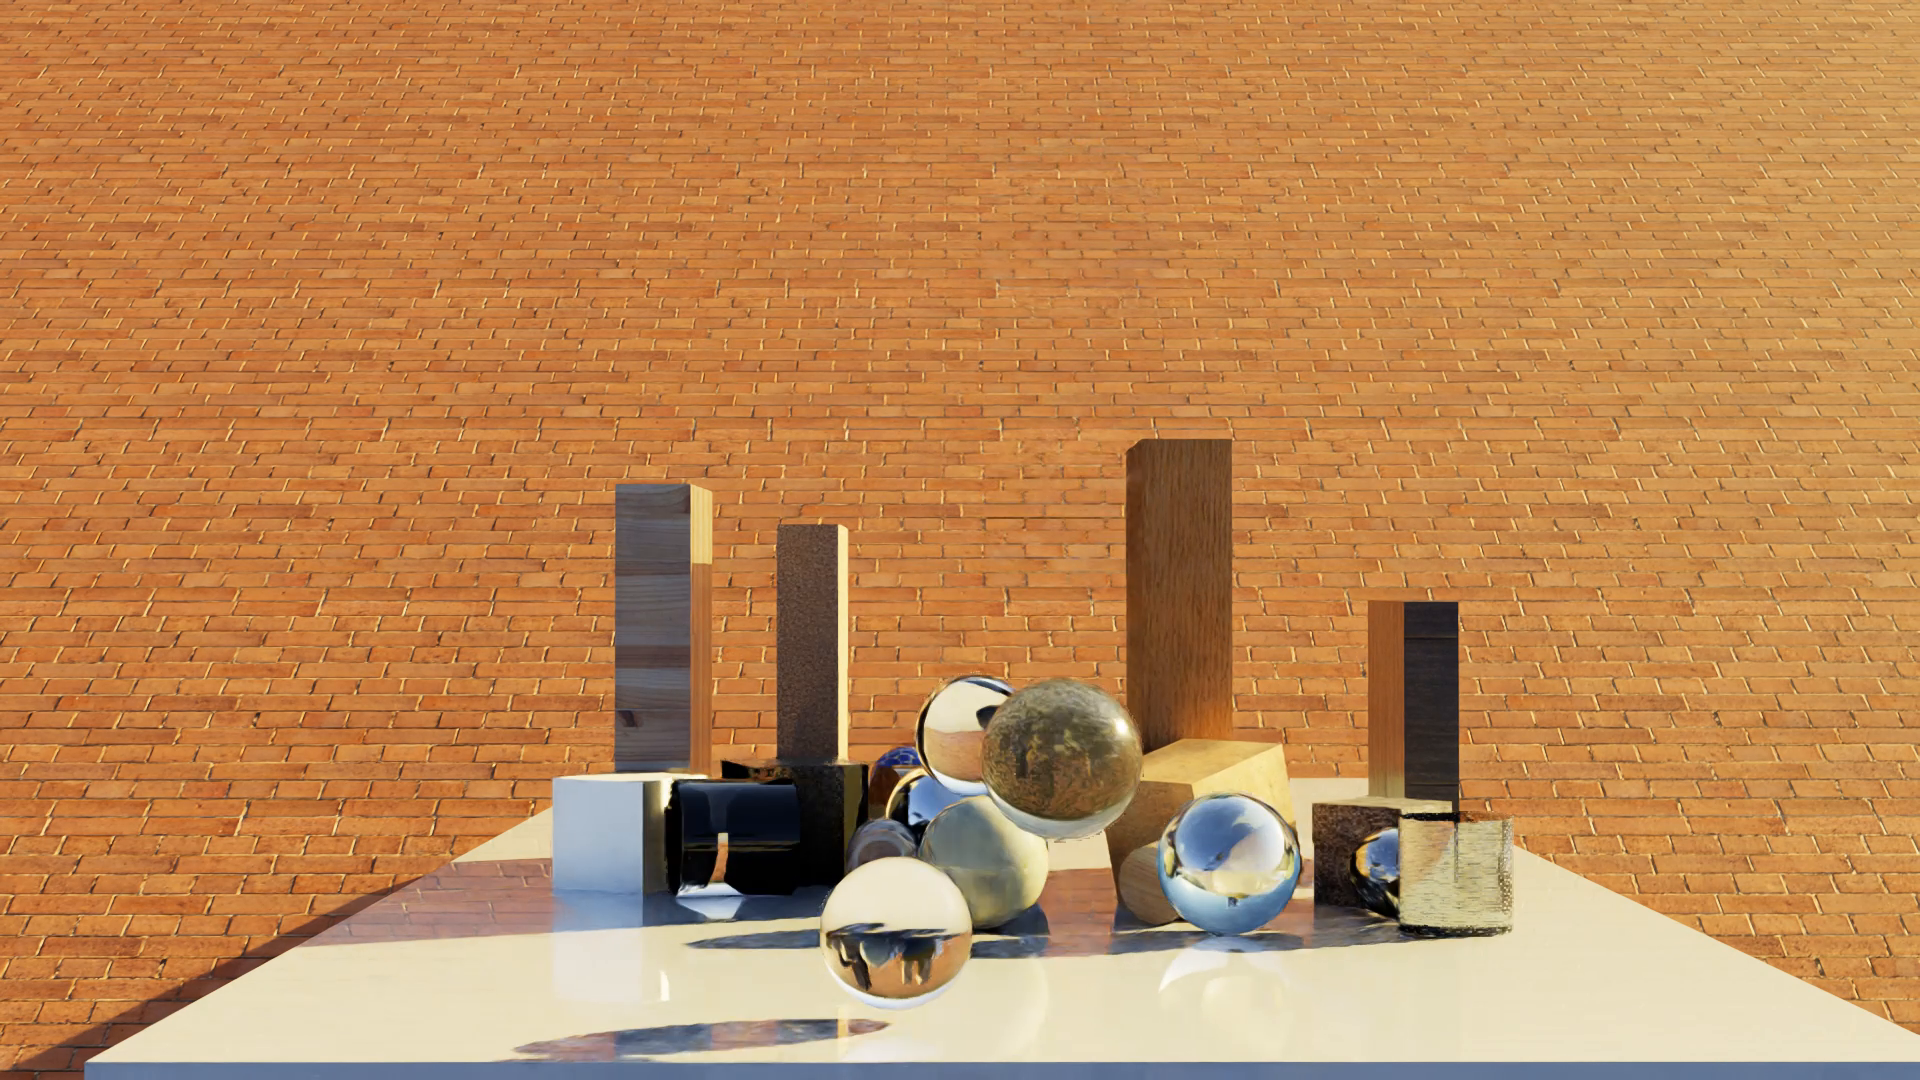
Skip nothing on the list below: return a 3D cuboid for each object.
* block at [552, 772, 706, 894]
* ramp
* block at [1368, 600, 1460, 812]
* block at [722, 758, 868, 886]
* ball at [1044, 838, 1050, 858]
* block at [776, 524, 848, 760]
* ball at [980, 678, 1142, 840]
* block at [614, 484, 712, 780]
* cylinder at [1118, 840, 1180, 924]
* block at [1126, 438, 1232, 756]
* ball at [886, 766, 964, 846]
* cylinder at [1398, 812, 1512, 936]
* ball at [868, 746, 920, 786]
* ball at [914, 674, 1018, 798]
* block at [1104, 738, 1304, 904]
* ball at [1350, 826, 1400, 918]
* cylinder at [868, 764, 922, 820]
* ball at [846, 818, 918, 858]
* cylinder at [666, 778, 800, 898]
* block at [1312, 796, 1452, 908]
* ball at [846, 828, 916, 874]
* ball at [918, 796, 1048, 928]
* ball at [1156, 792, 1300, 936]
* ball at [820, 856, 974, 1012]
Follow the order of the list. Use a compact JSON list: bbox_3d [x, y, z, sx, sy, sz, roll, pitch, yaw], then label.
[{"bbox_3d":[-0.554,0.488,4.353,0.182,0.182,0.182,-1,-1,28],"label":"block"},{"bbox_3d":[0.073,0.636,4.743,2.000,0.100,4.000,0,-1,0],"label":"ramp"},{"bbox_3d":[0.807,0.346,4.632,0.093,0.475,0.393,0,-1,0],"label":"block"},{"bbox_3d":[-0.285,0.481,4.439,0.201,0.201,0.201,0,-1,-21],"label":"block"},{"bbox_3d":[0.081,0.512,4.257,0.131,0.131,0.131,0,33,0],"label":"ball"},{"bbox_3d":[-0.269,0.281,4.757,0.109,0.611,0.372,0,-1,0],"label":"block"},{"bbox_3d":[0.115,0.248,2.946,0.185,0.185,0.185,0,33,0],"label":"ball"},{"bbox_3d":[-0.531,0.246,4.677,0.131,0.679,0.391,0,-1,0],"label":"block"},{"bbox_3d":[0.319,0.506,3.894,0.117,0.117,0.117,23,20,32],"label":"cylinder"},{"bbox_3d":[0.372,0.209,4.444,0.147,0.743,0.403,0,-1,0],"label":"block"},{"bbox_3d":[-0.027,0.480,4.452,0.202,0.202,0.202,0,33,0],"label":"ball"},{"bbox_3d":[0.725,0.488,3.795,0.164,0.164,0.164,0,-1,0],"label":"cylinder"},{"bbox_3d":[-0.107,0.514,5.419,0.167,0.167,0.167,0,33,0],"label":"ball"},{"bbox_3d":[0.028,0.327,4.324,0.207,0.207,0.207,0,33,0],"label":"ball"},{"bbox_3d":[0.377,0.447,4.076,0.210,0.210,0.210,-18,11,-40],"label":"block"},{"bbox_3d":[0.660,0.503,3.931,0.137,0.137,0.137,0,33,0],"label":"ball"},{"bbox_3d":[-0.074,0.512,5.015,0.155,0.155,0.155,0,29,-32],"label":"cylinder"},{"bbox_3d":[-0.127,0.518,4.280,0.119,0.119,0.119,0,33,0],"label":"ball"},{"bbox_3d":[-0.369,0.482,4.205,0.190,0.190,0.190,0,32,-14],"label":"cylinder"},{"bbox_3d":[0.670,0.496,4.111,0.159,0.159,0.159,-1,-1,39],"label":"block"},{"bbox_3d":[-0.126,0.518,4.136,0.114,0.114,0.114,0,33,0],"label":"ball"},{"bbox_3d":[0.034,0.473,3.811,0.194,0.194,0.194,0,33,0],"label":"ball"},{"bbox_3d":[0.386,0.465,3.733,0.206,0.206,0.206,0,33,0],"label":"ball"},{"bbox_3d":[-0.073,0.454,2.994,0.177,0.177,0.177,0,33,0],"label":"ball"}]
